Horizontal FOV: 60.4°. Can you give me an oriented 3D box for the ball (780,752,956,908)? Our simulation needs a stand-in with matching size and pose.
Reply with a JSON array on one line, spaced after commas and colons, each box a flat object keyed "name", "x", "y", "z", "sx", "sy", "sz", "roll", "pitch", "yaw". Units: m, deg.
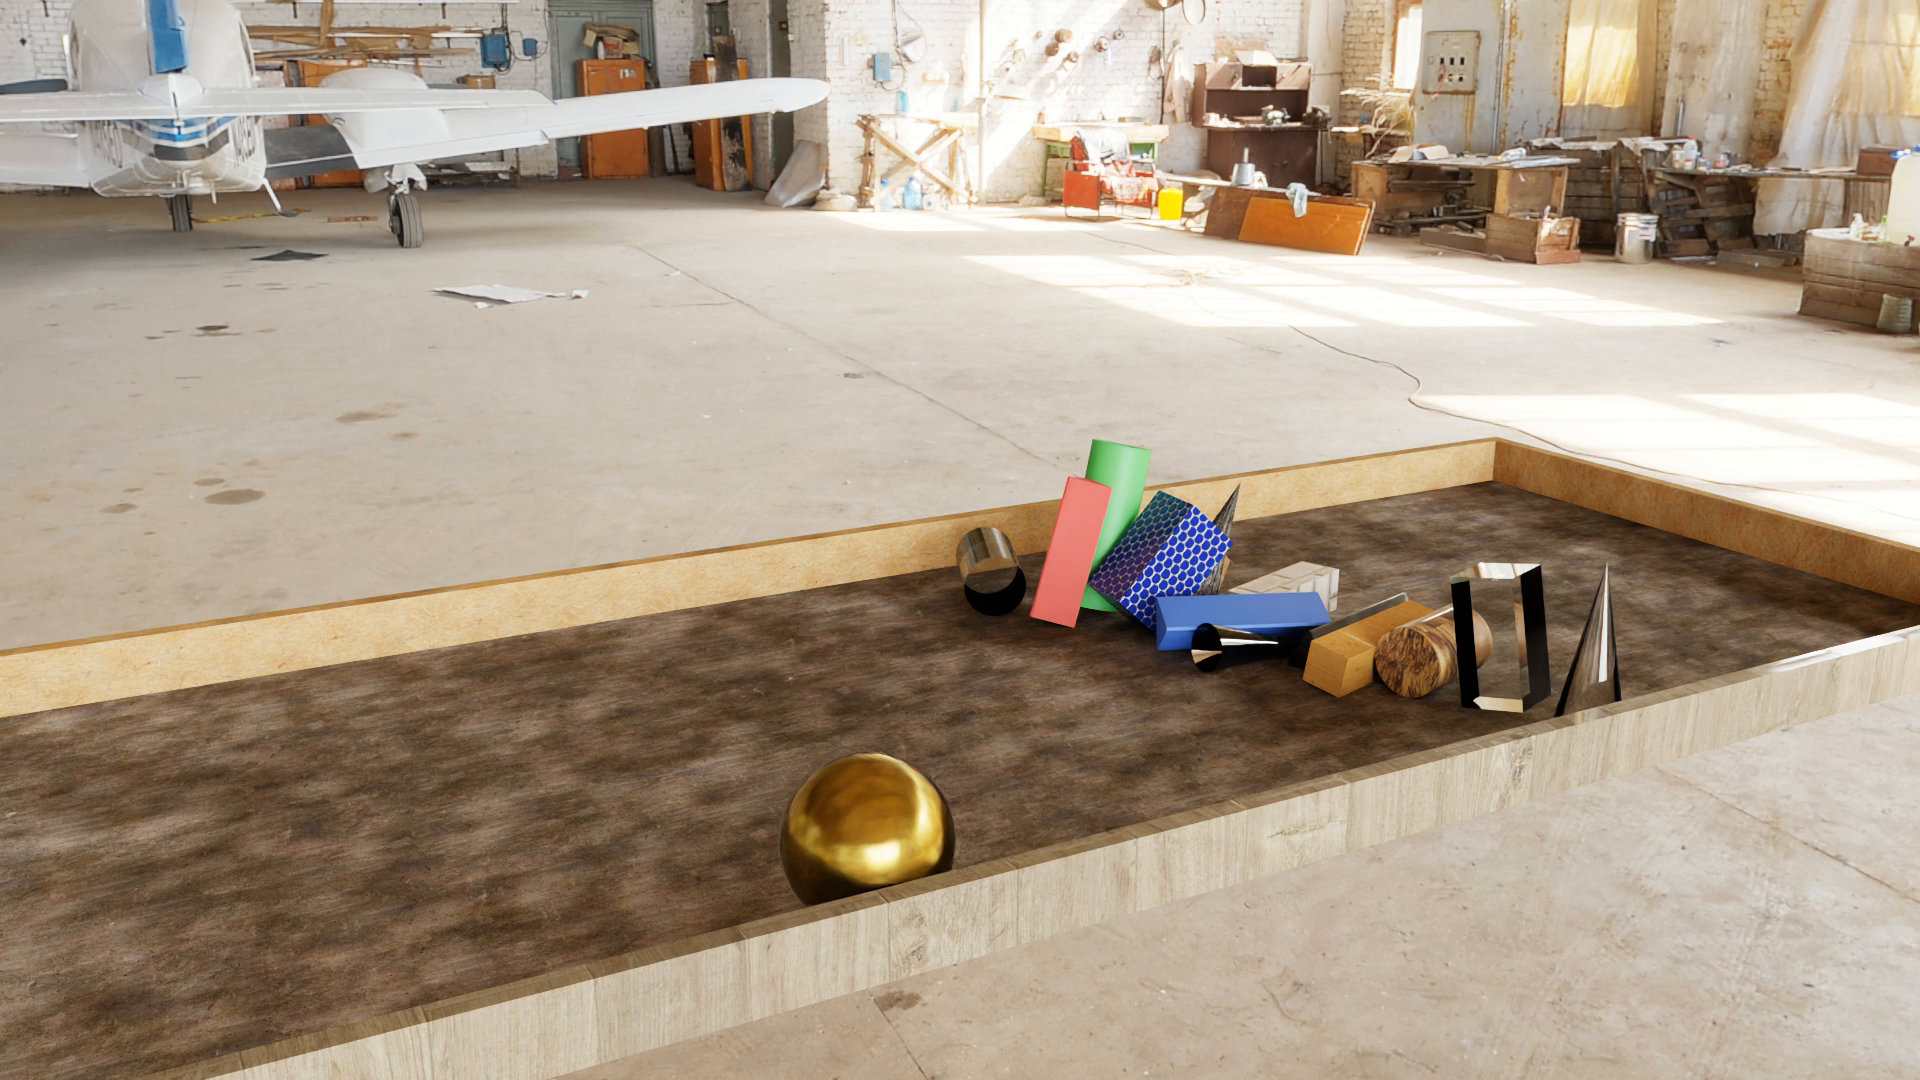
[{"name": "ball", "x": -0.165, "y": 0.540, "z": 2.958, "sx": 0.316, "sy": 0.316, "sz": 0.316, "roll": 0, "pitch": 16, "yaw": 0}]

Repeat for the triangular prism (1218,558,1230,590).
[{"name": "triangular prism", "x": 0.739, "y": 0.086, "z": 4.919, "sx": 0.088, "sy": 0.077, "sz": 0.406, "roll": 4, "pitch": 17, "yaw": 15}]

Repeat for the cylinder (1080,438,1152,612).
[{"name": "cylinder", "x": 0.410, "y": -0.042, "z": 4.635, "sx": 0.168, "sy": 0.459, "sz": 0.168, "roll": 11, "pitch": 6, "yaw": -1}]

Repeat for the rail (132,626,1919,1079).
[{"name": "rail", "x": -2.336, "y": 1.006, "z": 1.665, "sx": 12.000, "sy": 0.150, "sz": 0.050, "roll": -9, "pitch": 18, "yaw": -27}]

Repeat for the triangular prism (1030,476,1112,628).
[{"name": "triangular prism", "x": 0.304, "y": 0.027, "z": 4.557, "sx": 0.124, "sy": 0.398, "sz": 0.107, "roll": 15, "pitch": 8, "yaw": -2}]

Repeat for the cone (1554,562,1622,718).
[{"name": "cone", "x": 1.459, "y": 0.248, "z": 3.777, "sx": 0.166, "sy": 0.415, "sz": 0.166, "roll": 0, "pitch": 16, "yaw": 0}]

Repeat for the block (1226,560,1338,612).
[{"name": "block", "x": 0.896, "y": 0.167, "z": 4.576, "sx": 0.119, "sy": 0.119, "sz": 0.377, "roll": 15, "pitch": 22, "yaw": 41}]

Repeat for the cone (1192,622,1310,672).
[{"name": "cone", "x": 0.806, "y": 0.278, "z": 4.298, "sx": 0.407, "sy": 0.126, "sz": 0.126, "roll": 1, "pitch": 14, "yaw": -29}]

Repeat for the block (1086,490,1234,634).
[{"name": "block", "x": 0.545, "y": 0.064, "z": 4.498, "sx": 0.179, "sy": 0.327, "sz": 0.179, "roll": 40, "pitch": -4, "yaw": -29}]

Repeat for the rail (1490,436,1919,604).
[{"name": "rail", "x": 2.466, "y": -0.048, "z": 5.253, "sx": 0.050, "sy": 0.150, "sz": 2.100, "roll": -9, "pitch": 18, "yaw": -27}]

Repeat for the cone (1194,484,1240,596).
[{"name": "cone", "x": 0.709, "y": 0.009, "z": 4.598, "sx": 0.155, "sy": 0.384, "sz": 0.155, "roll": 24, "pitch": -5, "yaw": 2}]

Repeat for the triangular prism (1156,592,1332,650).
[{"name": "triangular prism", "x": 0.740, "y": 0.200, "z": 4.350, "sx": 0.437, "sy": 0.120, "sz": 0.139, "roll": -2, "pitch": -26, "yaw": -6}]

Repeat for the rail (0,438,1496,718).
[{"name": "rail", "x": -3.305, "y": 0.497, "z": 3.399, "sx": 12.000, "sy": 0.150, "sz": 0.050, "roll": -9, "pitch": 18, "yaw": -27}]

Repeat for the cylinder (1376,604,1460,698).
[{"name": "cylinder", "x": 1.202, "y": 0.268, "z": 4.129, "sx": 0.313, "sy": 0.176, "sz": 0.176, "roll": -15, "pitch": 22, "yaw": -42}]

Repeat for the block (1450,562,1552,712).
[{"name": "block", "x": 1.298, "y": 0.231, "z": 3.957, "sx": 0.155, "sy": 0.323, "sz": 0.155, "roll": 1, "pitch": 13, "yaw": 44}]

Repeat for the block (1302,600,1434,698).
[{"name": "block", "x": 1.061, "y": 0.273, "z": 4.205, "sx": 0.458, "sy": 0.108, "sz": 0.108, "roll": -15, "pitch": 32, "yaw": -42}]

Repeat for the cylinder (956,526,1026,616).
[{"name": "cylinder", "x": 0.086, "y": 0.087, "z": 4.747, "sx": 0.174, "sy": 0.174, "sz": 0.304, "roll": -1, "pitch": 16, "yaw": -4}]
